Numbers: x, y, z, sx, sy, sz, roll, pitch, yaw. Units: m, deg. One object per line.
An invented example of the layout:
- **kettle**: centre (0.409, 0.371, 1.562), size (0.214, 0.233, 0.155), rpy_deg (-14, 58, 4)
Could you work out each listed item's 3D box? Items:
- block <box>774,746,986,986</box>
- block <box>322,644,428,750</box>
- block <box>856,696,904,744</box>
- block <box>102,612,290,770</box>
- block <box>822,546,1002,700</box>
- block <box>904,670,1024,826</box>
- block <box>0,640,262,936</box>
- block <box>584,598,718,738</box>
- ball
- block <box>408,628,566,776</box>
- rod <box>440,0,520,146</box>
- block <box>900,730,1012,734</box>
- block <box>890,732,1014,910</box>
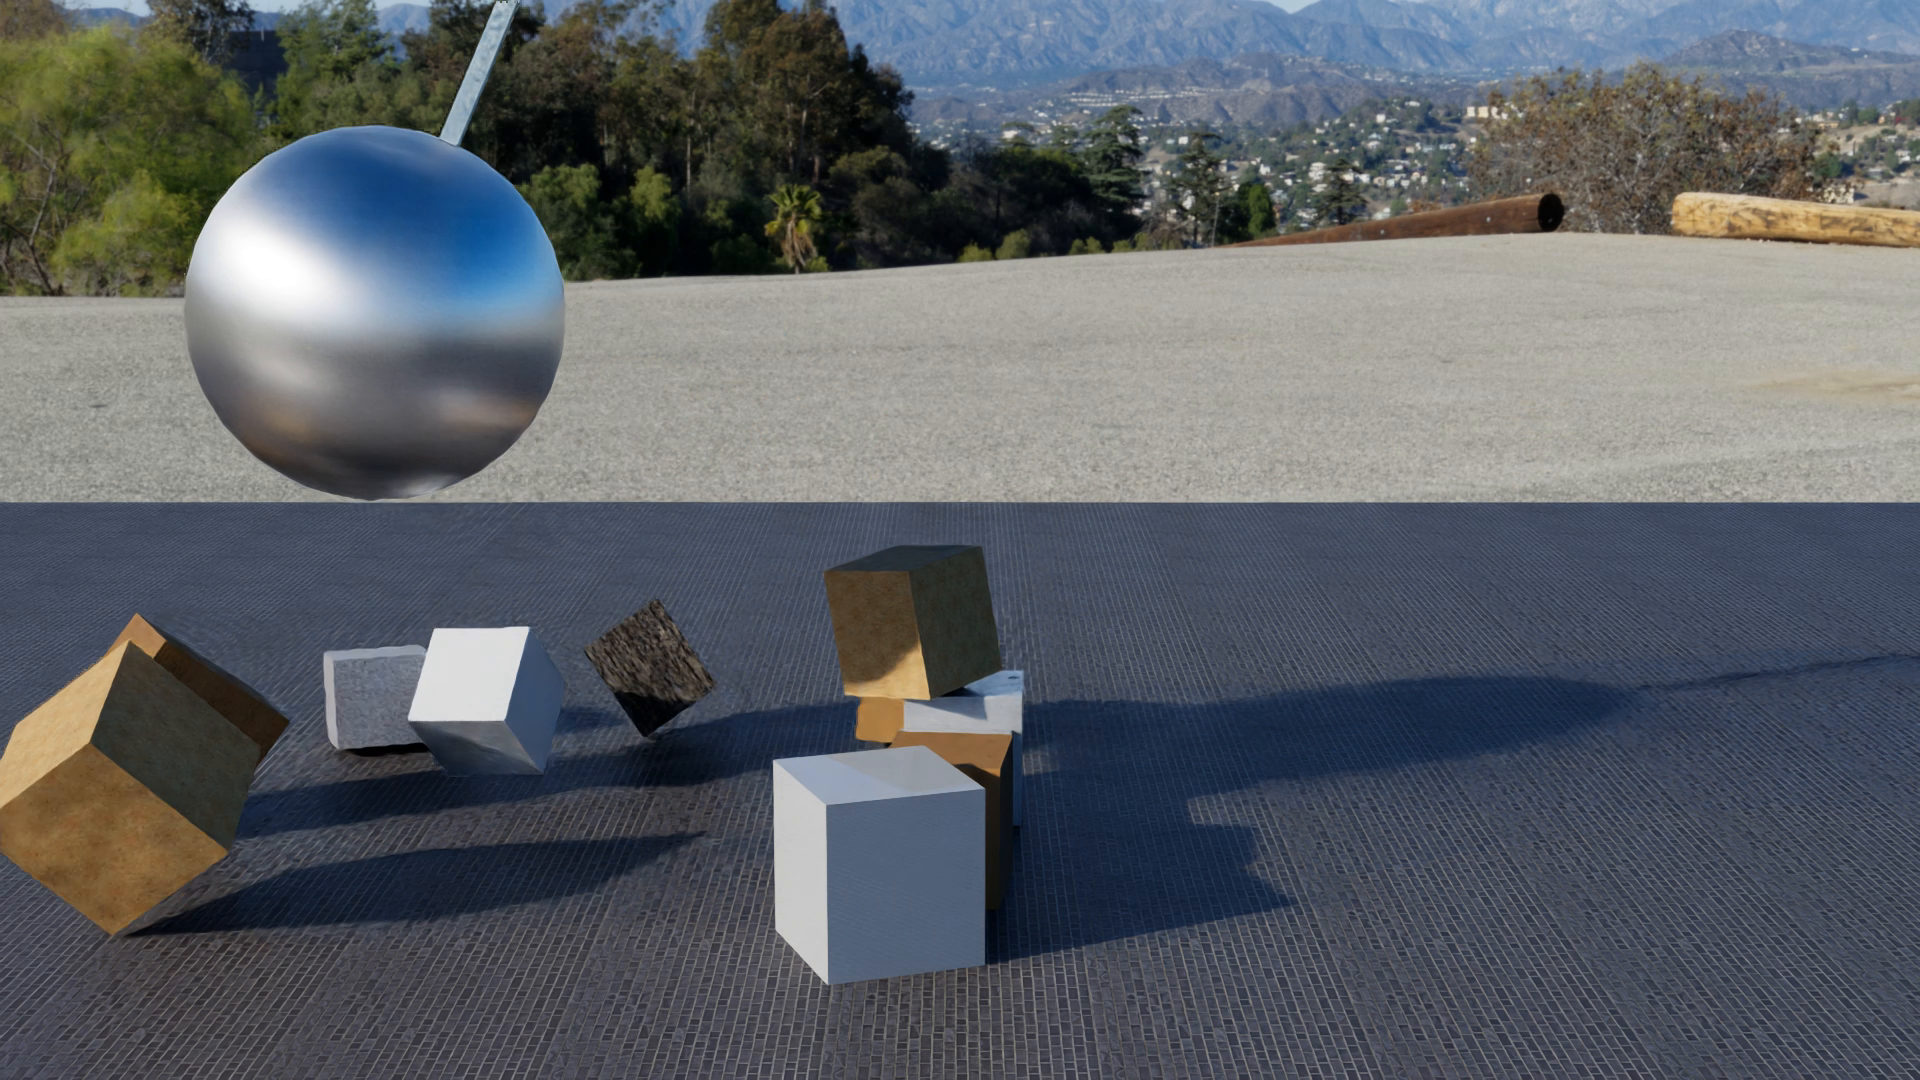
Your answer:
- **block**: centre (-0.334, 1.299, 10.385), size (0.658, 0.728, 0.711), rpy_deg (-4, 11, -20)
- **block**: centre (-3.072, 0.826, 13.574), size (0.508, 0.465, 0.490), rpy_deg (-4, 4, -20)
- **block**: centre (-0.198, 0.770, 13.620), size (0.612, 0.532, 0.579), rpy_deg (6, 8, 2)
- **block**: centre (-3.715, 0.875, 12.037), size (0.698, 0.685, 0.704), rpy_deg (39, -10, -28)
- **block**: centre (-0.223, 0.383, 12.193), size (0.570, 0.613, 0.509), rpy_deg (0, 14, 44)
- **block**: centre (0.025, 0.994, 12.348), size (0.552, 0.626, 0.535), rpy_deg (0, 10, 2)
- **block**: centre (-3.451, 1.018, 10.552), size (0.691, 0.735, 0.683), rpy_deg (-34, 29, 18)
- **block**: centre (-1.630, 0.678, 13.519), size (0.462, 0.553, 0.573), rpy_deg (-35, 1, -7)
- **ball**: centre (-2.496, -0.970, 11.004), size (1.600, 1.600, 1.600), rpy_deg (0, 10, 0)
- **block**: centre (-2.331, 0.801, 12.685), size (0.511, 0.533, 0.523), rpy_deg (-1, -35, 15)
- **rod**: centre (-1.082, -4.012, 10.451), size (0.080, 5.200, 0.080), rpy_deg (24, 9, -4)
- **block**: centre (-0.028, 1.174, 11.802), size (0.524, 0.467, 0.591), rpy_deg (0, 10, 2)
- **block**: centre (-0.054, 1.212, 11.162), size (0.516, 0.621, 0.574), rpy_deg (1, 10, 6)
